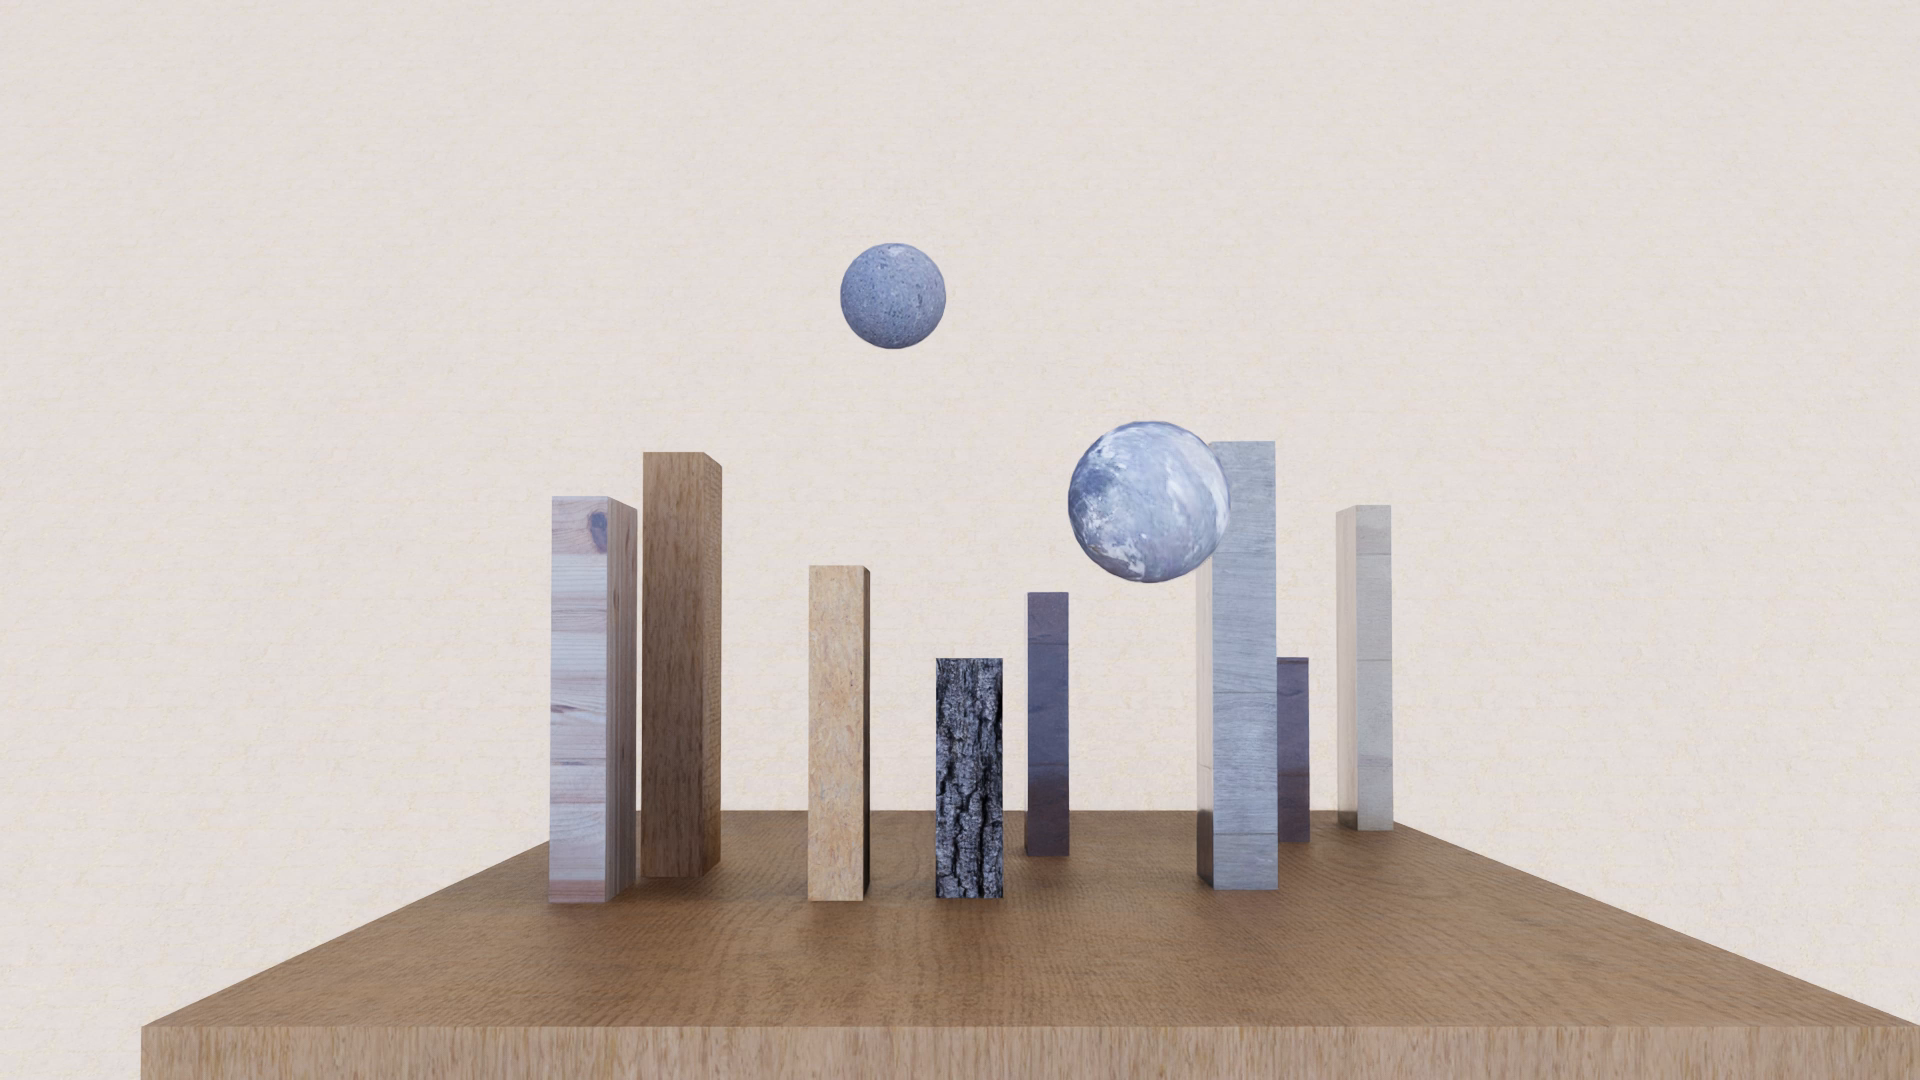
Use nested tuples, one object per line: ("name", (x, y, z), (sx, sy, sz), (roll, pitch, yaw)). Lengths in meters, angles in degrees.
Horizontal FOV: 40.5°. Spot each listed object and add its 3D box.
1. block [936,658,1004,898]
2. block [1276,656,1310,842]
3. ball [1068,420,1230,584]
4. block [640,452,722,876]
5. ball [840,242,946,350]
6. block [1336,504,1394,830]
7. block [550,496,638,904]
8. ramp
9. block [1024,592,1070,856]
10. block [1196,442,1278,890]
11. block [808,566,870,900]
("block", (0.016, 0.414, 4.606), (0.115, 0.409, 0.306), (0, -2, 0))
("block", (0.723, 0.471, 5.928), (0.100, 0.409, 0.344), (0, -2, 0))
("ball", (0.169, -0.034, 2.328), (0.146, 0.146, 0.146), (0, 37, 0))
("block", (-0.540, 0.240, 5.071), (0.115, 0.797, 0.378), (0, -2, 0))
("ball", (-0.077, -0.281, 2.991), (0.123, 0.123, 0.123), (0, 37, 0))
("block", (0.979, 0.308, 6.307), (0.084, 0.768, 0.328), (0, -2, 0))
("block", (-0.642, 0.276, 4.579), (0.094, 0.683, 0.414), (0, -2, 0))
("ramp", (0.081, 0.682, 4.916), (2.000, 0.100, 4.000), (0, -2, 0))
("block", (0.182, 0.385, 5.507), (0.086, 0.544, 0.283), (0, -2, 0))
("block", (0.506, 0.228, 4.782), (0.114, 0.796, 0.327), (0, -2, 0))
("block", (-0.211, 0.334, 4.586), (0.093, 0.568, 0.349), (0, -2, 0))
